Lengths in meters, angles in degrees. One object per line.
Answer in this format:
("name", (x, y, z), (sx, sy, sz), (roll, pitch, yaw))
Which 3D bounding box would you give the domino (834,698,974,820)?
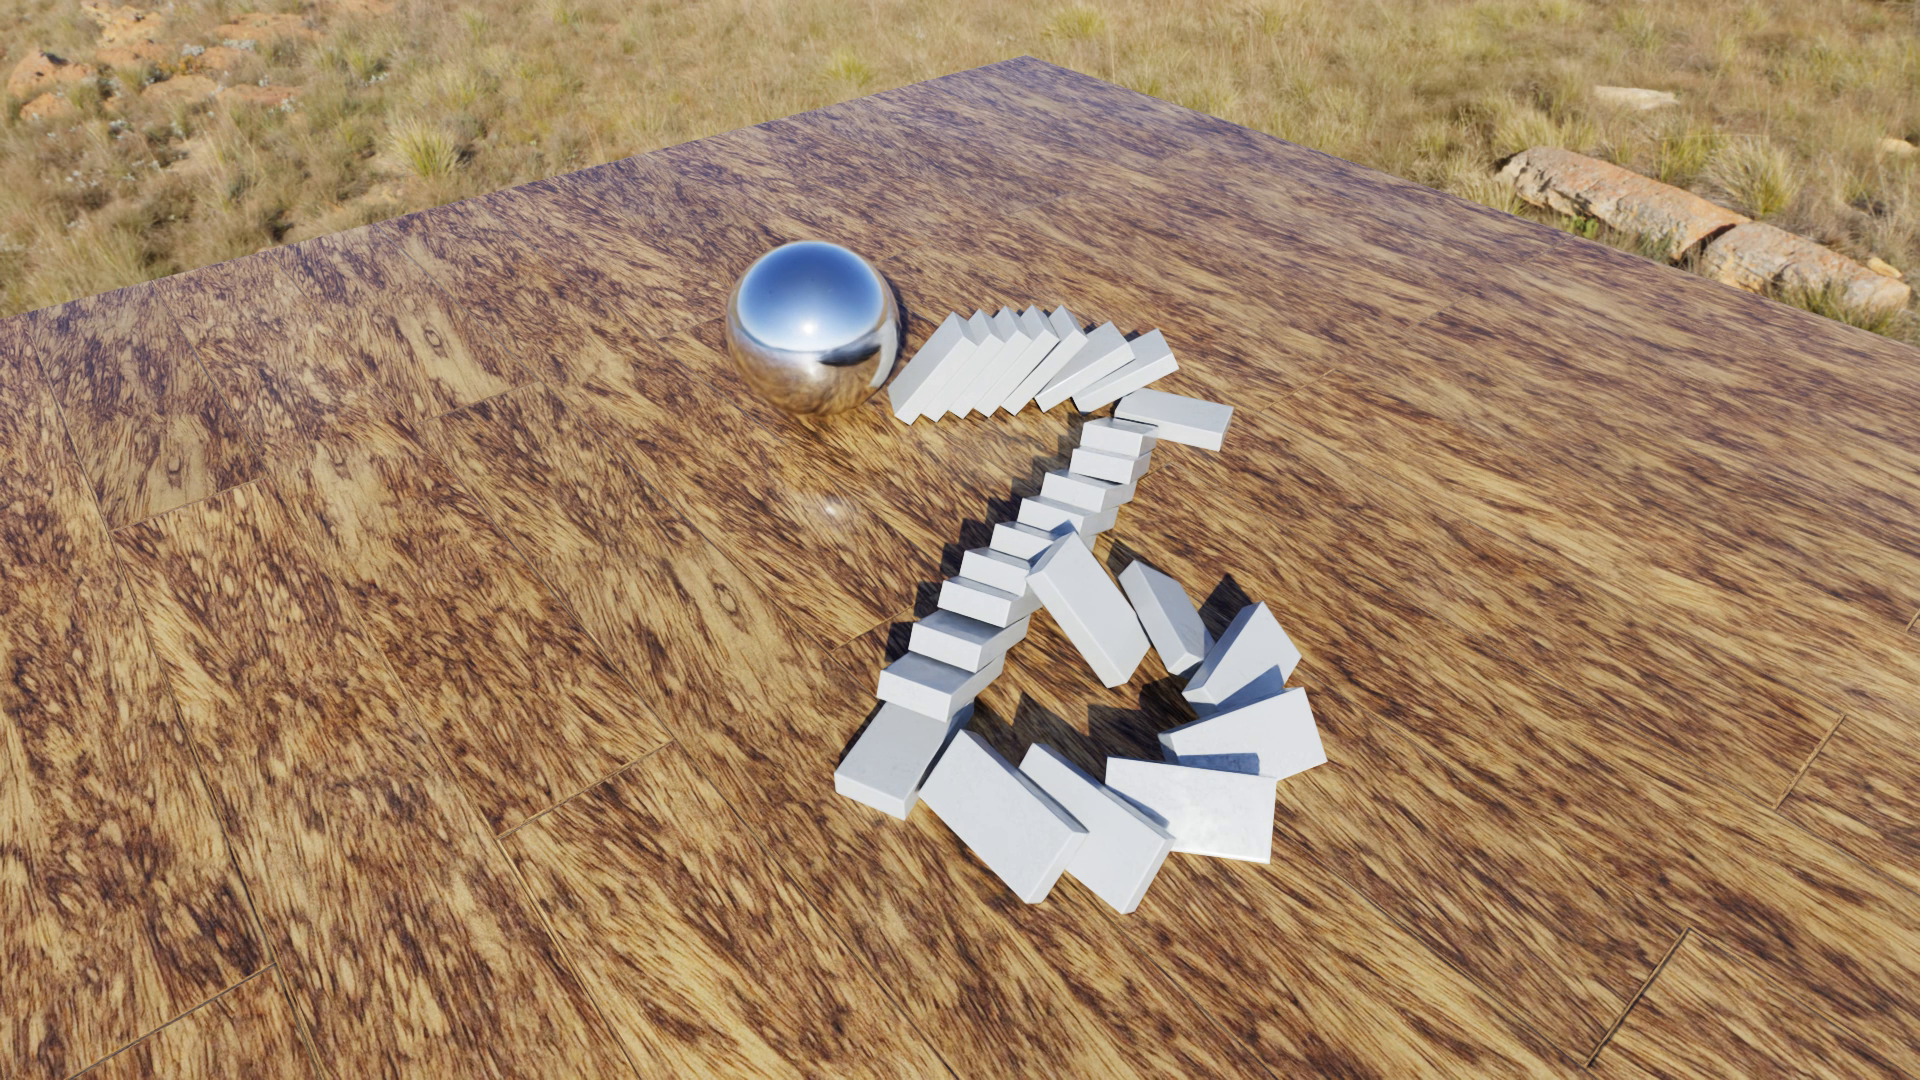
("domino", (-0.017, 0.066, 0.362), (0.025, 0.009, 0.050), (17, 42, 20))

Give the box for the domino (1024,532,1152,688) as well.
("domino", (0.046, 0.025, 0.387), (0.010, 0.050, 0.025), (-27, 15, 47))

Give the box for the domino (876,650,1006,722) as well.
("domino", (-0.005, 0.045, 0.373), (0.025, 0.009, 0.050), (17, 18, 19))

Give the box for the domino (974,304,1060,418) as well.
("domino", (0.024, -0.084, 0.519), (0.009, 0.050, 0.025), (29, 27, -32))

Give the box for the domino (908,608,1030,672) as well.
("domino", (0.004, 0.032, 0.387), (0.025, 0.009, 0.050), (17, 15, 20))

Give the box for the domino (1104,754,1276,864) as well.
("domino", (0.068, 0.081, 0.333), (0.050, 0.009, 0.025), (6, 85, 7))

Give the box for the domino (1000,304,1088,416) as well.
("domino", (0.037, -0.085, 0.521), (0.010, 0.050, 0.025), (31, 25, -33))

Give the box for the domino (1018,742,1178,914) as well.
("domino", (0.036, 0.085, 0.328), (0.050, 0.025, 0.009), (32, 6, 33))

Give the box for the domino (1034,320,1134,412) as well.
("domino", (0.056, -0.083, 0.527), (0.050, 0.010, 0.025), (-30, 38, 7))

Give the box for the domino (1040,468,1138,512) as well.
("domino", (0.054, -0.022, 0.452), (0.025, 0.009, 0.050), (18, 14, 20))

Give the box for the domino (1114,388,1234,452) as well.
("domino", (0.100, -0.057, 0.513), (0.050, 0.009, 0.025), (15, 42, 17))

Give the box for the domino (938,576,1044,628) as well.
("domino", (0.013, 0.020, 0.399), (0.025, 0.009, 0.050), (17, 10, 17))

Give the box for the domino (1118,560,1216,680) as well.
("domino", (0.077, 0.030, 0.396), (0.025, 0.009, 0.050), (24, 28, -32))

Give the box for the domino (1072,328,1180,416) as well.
("domino", (0.076, -0.080, 0.525), (0.050, 0.009, 0.025), (-26, 39, 11))

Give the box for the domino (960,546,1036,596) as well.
("domino", (0.022, 0.010, 0.409), (0.025, 0.009, 0.050), (17, 10, 21))

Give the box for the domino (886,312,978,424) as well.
("domino", (-0.013, -0.080, 0.514), (0.009, 0.050, 0.025), (29, 27, -32))

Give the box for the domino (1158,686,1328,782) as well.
("domino", (0.090, 0.066, 0.351), (0.050, 0.009, 0.025), (-15, 85, -18))

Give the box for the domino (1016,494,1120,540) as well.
("domino", (0.044, -0.010, 0.437), (0.025, 0.010, 0.050), (18, 13, 21))

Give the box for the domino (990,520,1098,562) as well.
("domino", (0.033, 0.000, 0.423), (0.025, 0.010, 0.050), (18, 11, 21))

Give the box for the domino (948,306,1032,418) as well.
("domino", (0.011, -0.084, 0.518), (0.010, 0.050, 0.025), (29, 26, -32))

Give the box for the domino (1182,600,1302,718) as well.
("domino", (0.097, 0.046, 0.376), (0.025, 0.010, 0.050), (53, 50, -7))

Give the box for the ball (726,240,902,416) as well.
("ball", (-0.067, -0.097, 0.506), (0.080, 0.080, 0.080), (0, 39, 0))

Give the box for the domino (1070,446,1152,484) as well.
("domino", (0.065, -0.034, 0.467), (0.025, 0.009, 0.050), (13, 13, 16))

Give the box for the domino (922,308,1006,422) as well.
("domino", (-0.001, -0.082, 0.516), (0.009, 0.050, 0.025), (29, 27, -32))

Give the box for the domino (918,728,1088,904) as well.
("domino", (0.012, 0.082, 0.331), (0.050, 0.025, 0.009), (37, 7, 36))

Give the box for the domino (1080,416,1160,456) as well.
("domino", (0.071, -0.046, 0.481), (0.025, 0.009, 0.050), (13, 13, 16))
